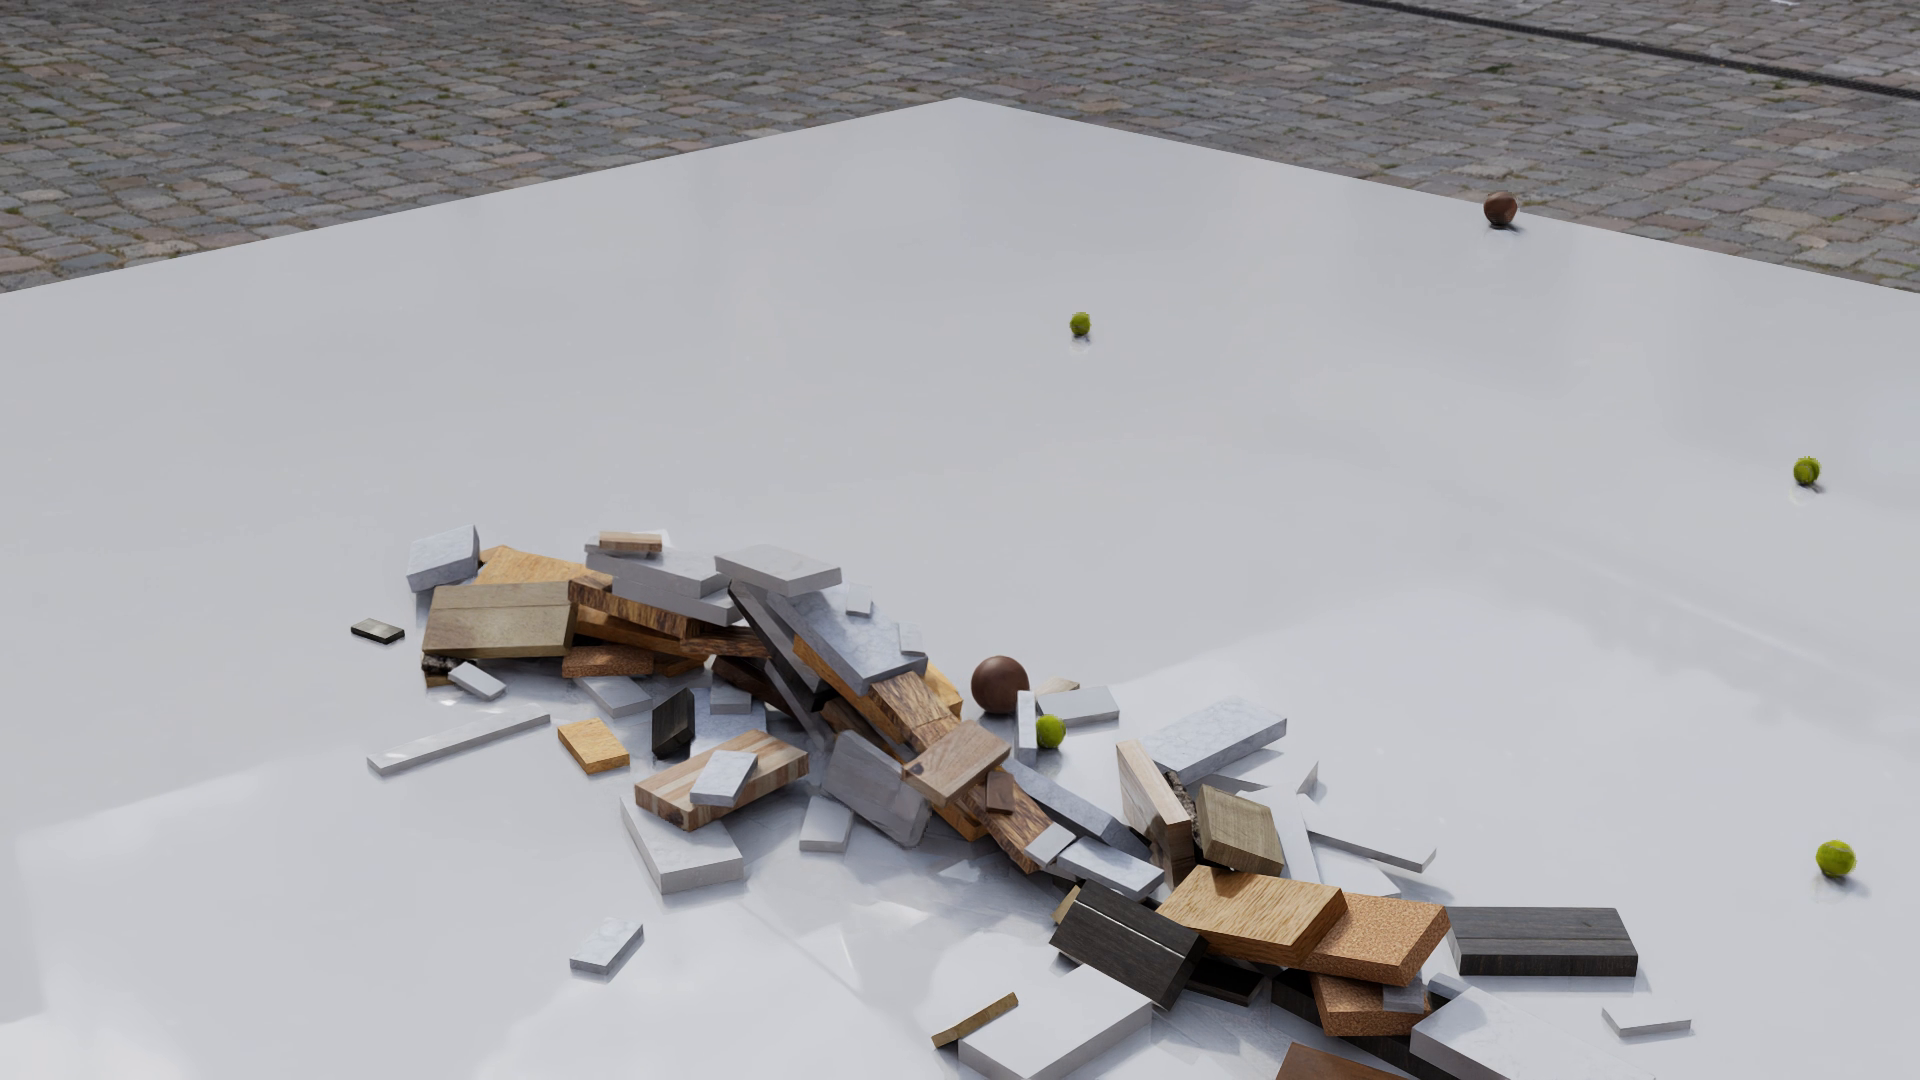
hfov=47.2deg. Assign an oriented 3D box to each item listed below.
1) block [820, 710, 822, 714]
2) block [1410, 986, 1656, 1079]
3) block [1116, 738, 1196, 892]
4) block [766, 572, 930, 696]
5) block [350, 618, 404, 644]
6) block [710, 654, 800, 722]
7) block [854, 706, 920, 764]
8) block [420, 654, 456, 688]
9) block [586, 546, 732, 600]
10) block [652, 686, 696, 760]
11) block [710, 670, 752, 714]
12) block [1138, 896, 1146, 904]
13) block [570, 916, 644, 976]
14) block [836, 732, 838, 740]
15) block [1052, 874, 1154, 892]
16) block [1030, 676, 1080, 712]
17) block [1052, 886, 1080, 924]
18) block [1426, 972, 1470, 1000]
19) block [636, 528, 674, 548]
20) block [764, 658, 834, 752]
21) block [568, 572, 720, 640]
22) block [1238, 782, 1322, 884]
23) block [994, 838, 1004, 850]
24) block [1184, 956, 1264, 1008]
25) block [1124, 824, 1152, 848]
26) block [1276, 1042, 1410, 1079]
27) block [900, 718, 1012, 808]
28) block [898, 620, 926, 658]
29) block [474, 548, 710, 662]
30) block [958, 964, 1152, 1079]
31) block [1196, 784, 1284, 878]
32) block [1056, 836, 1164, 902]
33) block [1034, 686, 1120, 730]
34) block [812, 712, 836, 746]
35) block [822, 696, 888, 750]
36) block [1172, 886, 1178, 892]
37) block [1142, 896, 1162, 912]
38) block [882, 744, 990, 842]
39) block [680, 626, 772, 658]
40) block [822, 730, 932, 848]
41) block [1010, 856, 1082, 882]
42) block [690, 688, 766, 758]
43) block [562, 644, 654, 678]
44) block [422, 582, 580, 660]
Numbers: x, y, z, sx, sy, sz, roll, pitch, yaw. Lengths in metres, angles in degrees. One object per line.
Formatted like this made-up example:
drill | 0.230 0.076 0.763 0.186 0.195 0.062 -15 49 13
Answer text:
block | -0.246 0.358 4.664 0.089 0.025 0.178 -16 43 -37
block | 0.925 0.851 3.567 0.173 0.049 0.347 -20 30 -39
block | 0.381 0.537 4.279 0.047 0.164 0.329 -12 25 -9
block | -0.236 0.185 4.580 0.170 0.048 0.340 -17 44 -36
block | -1.384 0.217 5.228 0.119 0.017 0.059 15 27 31
block | -0.413 0.314 4.839 0.247 0.035 0.123 29 20 13
block | -0.113 0.361 4.534 0.139 0.040 0.279 -15 44 -35
block | -1.195 0.295 5.040 0.069 0.020 0.139 -7 24 -17
block | -0.668 0.060 4.926 0.302 0.043 0.151 14 19 23
block | -0.617 0.394 4.737 0.094 0.027 0.188 -34 23 7
block | -0.501 0.331 4.832 0.088 0.025 0.176 -1 23 -3
block | 0.300 0.669 4.147 0.048 0.014 0.096 -19 20 -37
block | -0.642 0.737 3.997 0.073 0.021 0.146 8 24 18
block | -0.173 0.449 4.603 0.089 0.025 0.178 -14 43 -35
block | 0.269 0.647 4.164 0.091 0.026 0.182 -19 19 -37
block | 0.201 0.346 4.920 0.070 0.020 0.139 15 27 32
block | 0.234 0.700 4.026 0.075 0.021 0.149 -50 36 -3
block | 0.852 0.778 3.816 0.066 0.019 0.132 21 2 19
block | -0.782 0.077 5.475 0.163 0.046 0.327 -7 30 -16
block | -0.307 0.342 4.759 0.123 0.035 0.247 -15 55 -36
block | -0.698 0.137 4.965 0.341 0.048 0.171 16 19 29
block | 0.592 0.590 4.192 0.150 0.043 0.301 -17 32 8
block | 0.075 0.550 4.355 0.062 0.017 0.123 -21 66 -40
block | 0.452 0.778 3.898 0.155 0.022 0.077 12 26 26
block | 0.335 0.576 4.296 0.052 0.015 0.103 37 -10 -10
block | 0.663 0.904 3.500 0.320 0.045 0.160 15 19 16
block | -0.007 0.432 4.275 0.108 0.030 0.215 32 40 23
block | -0.101 0.204 4.543 0.049 0.014 0.098 6 35 -10
block | -0.837 0.146 5.118 0.623 0.048 0.171 11 45 18
block | 0.164 0.833 3.740 0.314 0.044 0.157 -21 31 -40
block | 0.516 0.542 4.080 0.139 0.039 0.277 20 15 -3
block | 0.282 0.616 4.122 0.182 0.026 0.091 20 30 33
block | 0.257 0.368 4.834 0.169 0.024 0.085 -8 40 -17
block | -0.243 0.398 4.687 0.089 0.025 0.178 -16 55 -37
block | -0.147 0.423 4.564 0.139 0.040 0.279 -20 56 -39
block | 0.435 0.684 4.095 0.048 0.014 0.096 -1 36 -22
block | 0.373 0.697 4.101 0.096 0.014 0.048 19 29 37
block | -0.018 0.489 4.456 0.140 0.040 0.279 -21 48 -40
block | -0.479 0.223 4.852 0.247 0.035 0.123 2 12 24
block | -0.163 0.494 4.386 0.253 0.126 0.036 30 18 37
block | 0.190 0.609 4.236 0.091 0.026 0.182 -19 20 -38
block | -0.499 0.409 4.738 0.162 0.046 0.324 -3 23 -6
block | -0.800 0.274 5.008 0.200 0.028 0.100 -2 23 -4
block | -1.053 0.185 5.054 0.341 0.048 0.171 -2 57 10
